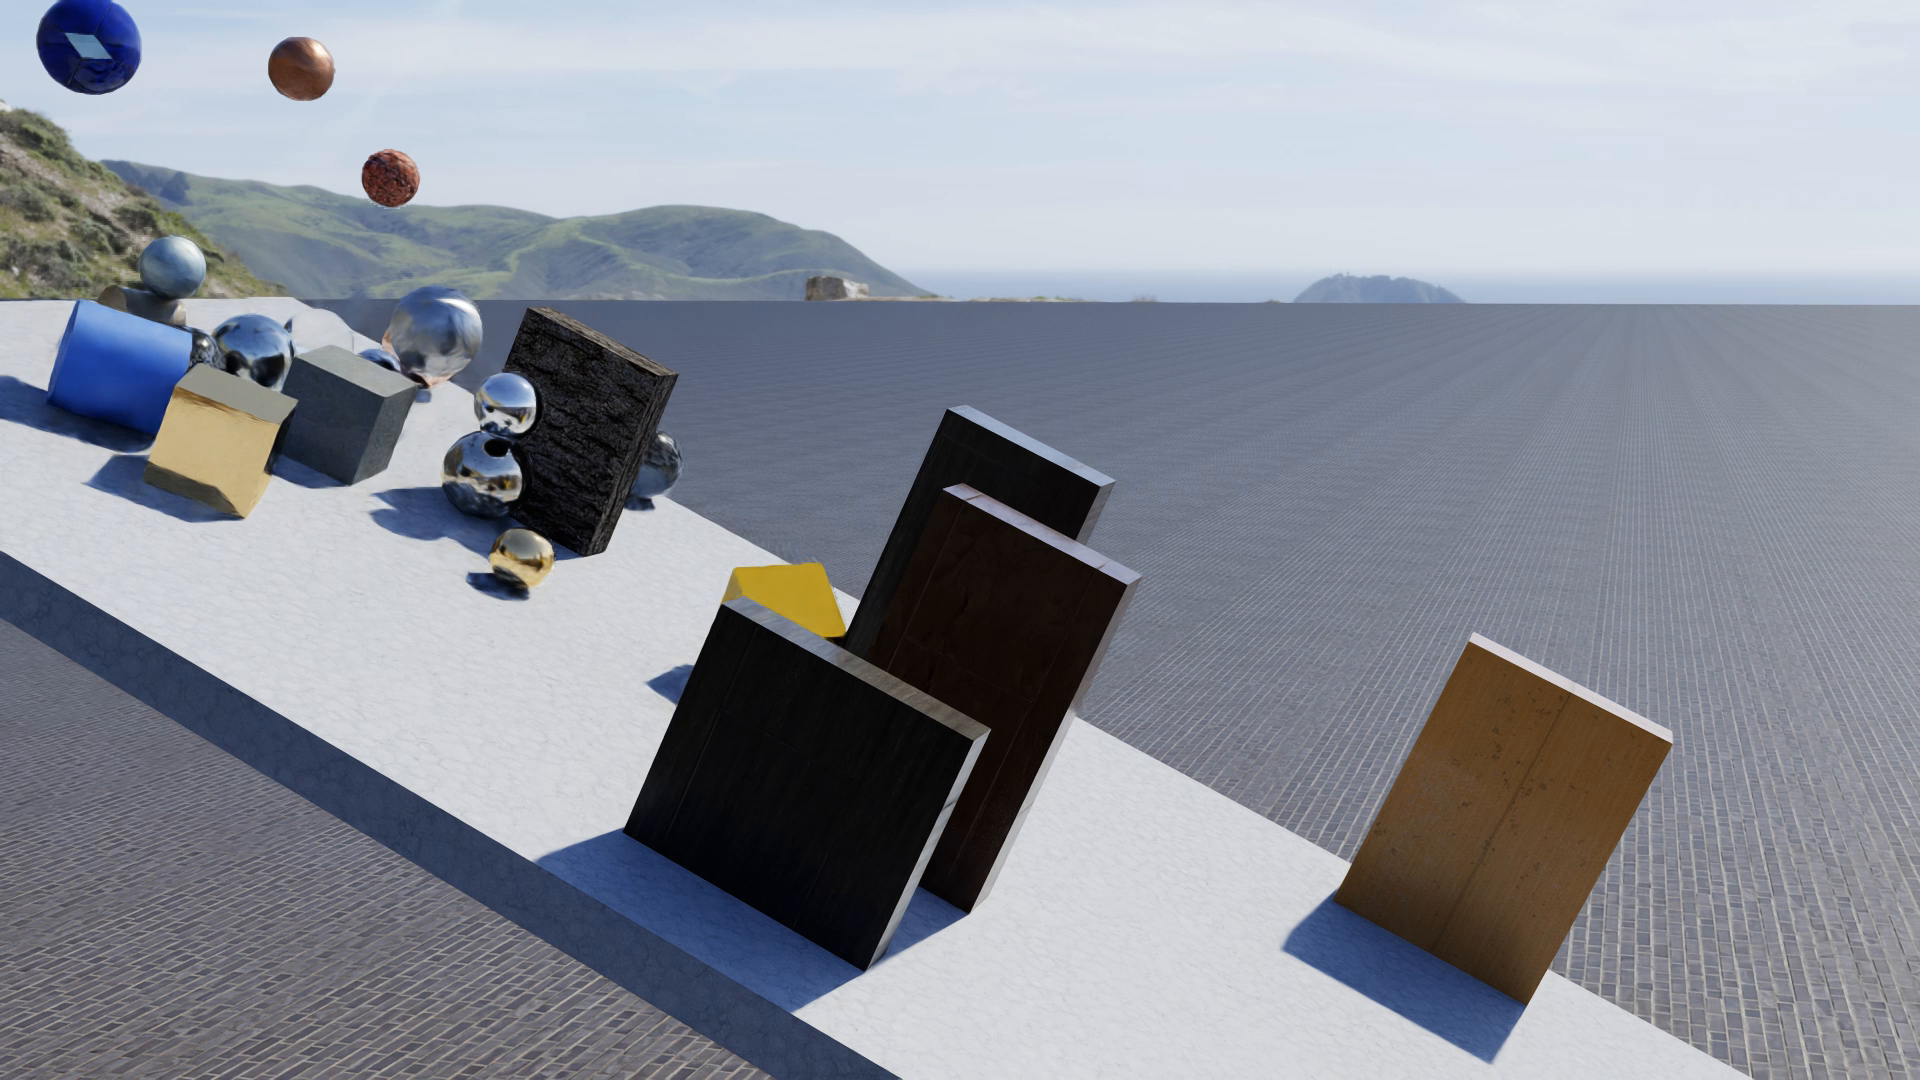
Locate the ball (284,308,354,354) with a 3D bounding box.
[{"bbox_3d":[-1.446,-0.440,4.942,0.162,0.162,0.162,0,7,0],"label":"ball"}]

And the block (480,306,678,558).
[{"bbox_3d":[-0.832,-0.230,4.652,0.329,0.423,0.099,28,14,12],"label":"block"}]

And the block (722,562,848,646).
[{"bbox_3d":[-0.348,0.176,4.240,0.181,0.181,0.181,-3,51,-26],"label":"block"}]

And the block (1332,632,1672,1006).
[{"bbox_3d":[1.118,0.574,4.552,0.443,0.624,0.124,28,14,12],"label":"block"}]

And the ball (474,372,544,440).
[{"bbox_3d":[-0.915,-0.270,4.455,0.139,0.139,0.139,0,7,0],"label":"ball"}]

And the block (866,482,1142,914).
[{"bbox_3d":[0.010,0.269,3.755,0.350,0.636,0.116,28,14,12],"label":"block"}]

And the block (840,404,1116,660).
[{"bbox_3d":[-0.007,0.131,4.130,0.320,0.693,0.124,28,14,12],"label":"block"}]

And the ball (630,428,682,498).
[{"bbox_3d":[-0.741,-0.185,5.181,0.171,0.171,0.171,0,7,0],"label":"ball"}]

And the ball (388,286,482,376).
[{"bbox_3d":[-1.168,-0.466,4.901,0.204,0.204,0.204,0,7,0],"label":"ball"}]

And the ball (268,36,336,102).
[{"bbox_3d":[-1.317,-0.942,4.399,0.130,0.130,0.130,0,7,0],"label":"ball"}]

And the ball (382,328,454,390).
[{"bbox_3d":[-1.279,-0.451,5.225,0.187,0.187,0.187,0,7,0],"label":"ball"}]

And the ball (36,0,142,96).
[{"bbox_3d":[-1.764,-1.005,4.458,0.201,0.201,0.201,0,7,0],"label":"ball"}]

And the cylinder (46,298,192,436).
[{"bbox_3d":[-1.588,-0.324,4.153,0.208,0.208,0.208,18,-2,-26],"label":"cylinder"}]

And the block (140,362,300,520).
[{"bbox_3d":[-1.360,-0.184,4.051,0.192,0.192,0.192,22,14,-12],"label":"block"}]

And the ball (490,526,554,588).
[{"bbox_3d":[-0.849,0.034,4.263,0.122,0.122,0.122,0,7,0],"label":"ball"}]

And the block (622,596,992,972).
[{"bbox_3d":[-0.241,0.374,3.404,0.445,0.410,0.091,28,14,12],"label":"block"}]

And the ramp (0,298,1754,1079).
[{"bbox_3d":[-0.264,0.451,4.170,4.000,0.100,2.000,28,14,12],"label":"ramp"}]

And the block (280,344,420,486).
[{"bbox_3d":[-1.262,-0.257,4.487,0.199,0.199,0.199,25,13,1],"label":"block"}]

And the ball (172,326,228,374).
[{"bbox_3d":[-1.549,-0.344,4.383,0.168,0.168,0.168,0,7,0],"label":"ball"}]

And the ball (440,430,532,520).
[{"bbox_3d":[-0.978,-0.134,4.542,0.186,0.186,0.186,0,7,0],"label":"ball"}]

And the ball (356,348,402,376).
[{"bbox_3d":[-1.325,-0.371,4.974,0.124,0.124,0.124,0,7,0],"label":"ball"}]

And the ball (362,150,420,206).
[{"bbox_3d":[-1.214,-0.772,4.688,0.121,0.121,0.121,0,7,0],"label":"ball"}]

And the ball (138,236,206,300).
[{"bbox_3d":[-1.635,-0.565,4.566,0.133,0.133,0.133,0,7,0],"label":"ball"}]

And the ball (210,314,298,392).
[{"bbox_3d":[-1.482,-0.381,4.602,0.186,0.186,0.186,0,7,0],"label":"ball"}]
